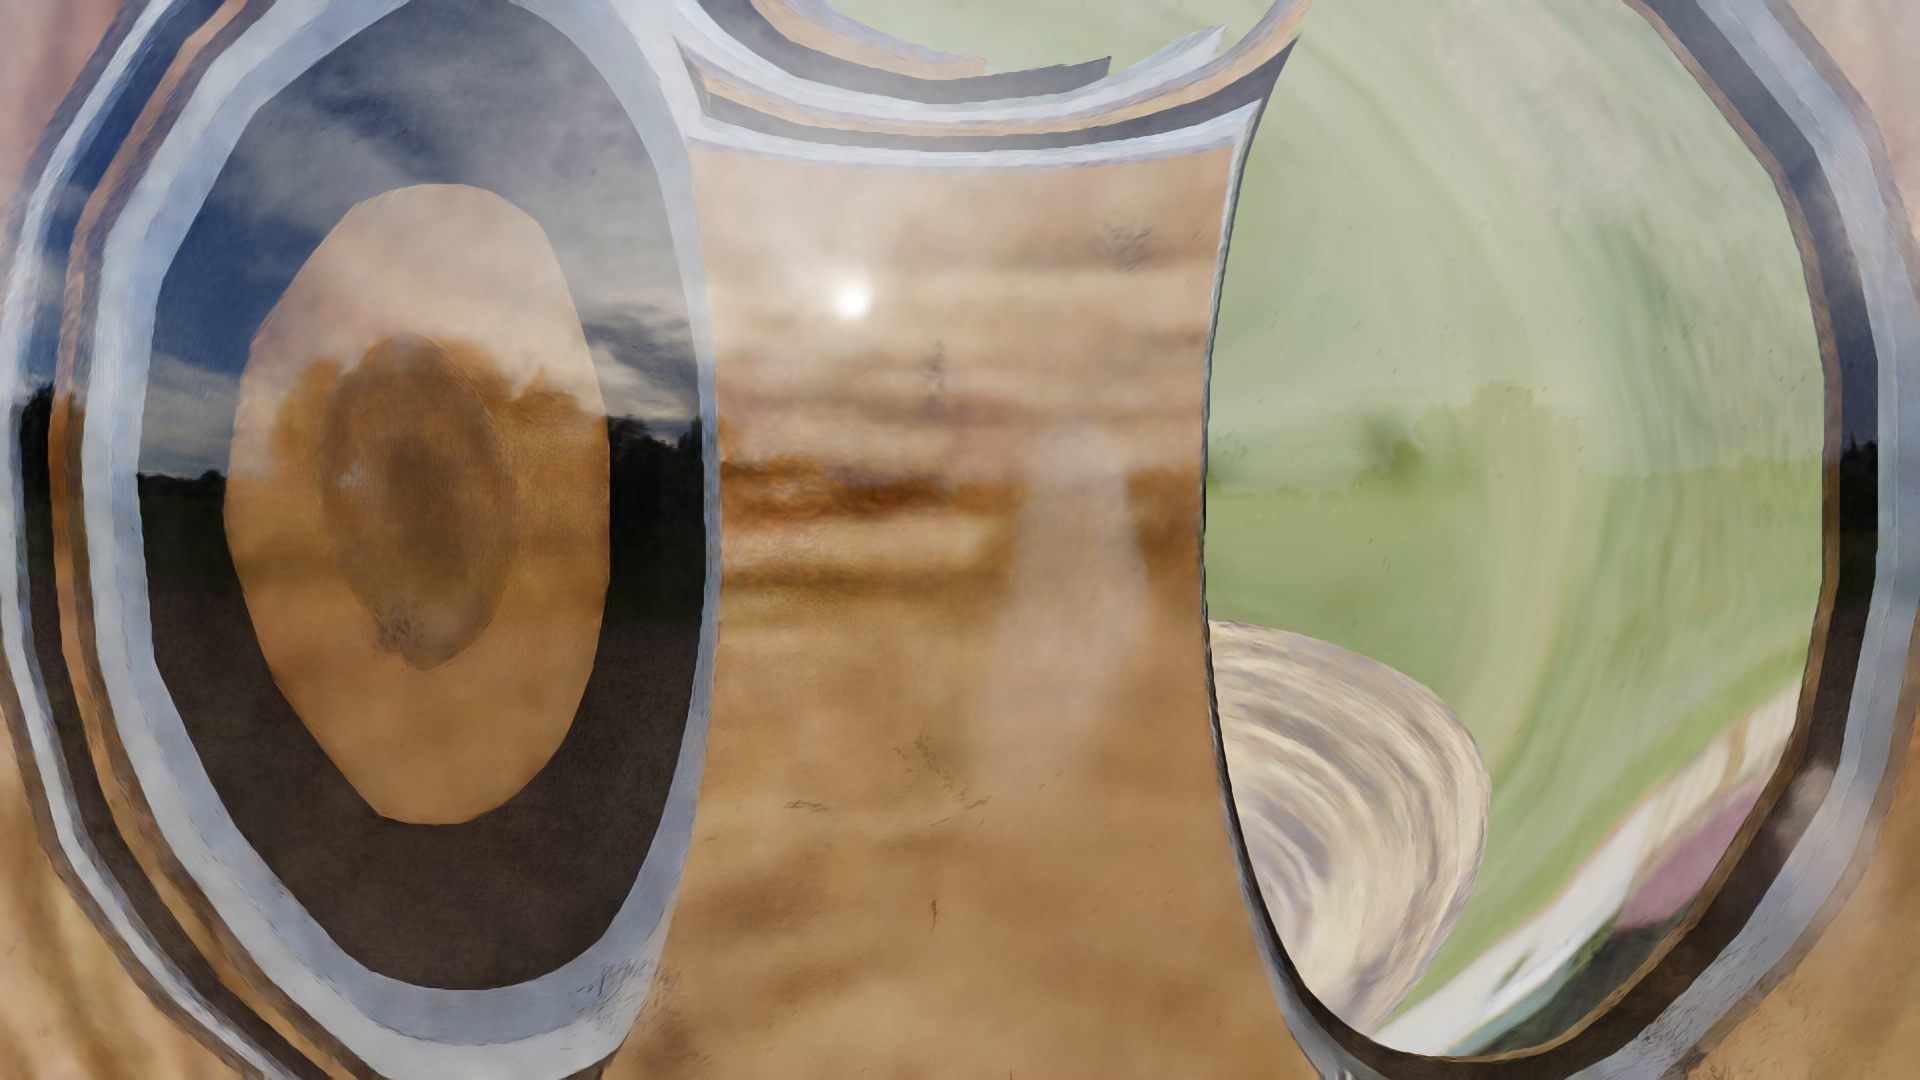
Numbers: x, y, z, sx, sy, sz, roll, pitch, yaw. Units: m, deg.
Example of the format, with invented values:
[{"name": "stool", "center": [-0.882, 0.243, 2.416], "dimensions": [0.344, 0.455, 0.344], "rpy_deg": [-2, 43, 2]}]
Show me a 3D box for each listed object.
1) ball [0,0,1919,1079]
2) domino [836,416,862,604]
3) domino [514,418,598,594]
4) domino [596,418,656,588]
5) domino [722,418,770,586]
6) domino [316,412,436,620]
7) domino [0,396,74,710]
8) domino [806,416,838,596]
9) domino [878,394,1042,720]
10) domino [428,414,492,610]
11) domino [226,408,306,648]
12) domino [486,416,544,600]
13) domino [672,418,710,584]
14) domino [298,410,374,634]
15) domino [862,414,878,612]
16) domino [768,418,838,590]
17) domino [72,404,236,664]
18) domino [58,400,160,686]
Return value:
[{"name": "ball", "center": [0.000, -0.002, 0.056], "dimensions": [0.080, 0.080, 0.080], "rpy_deg": [0, 4, 0]}, {"name": "domino", "center": [-0.020, -0.009, 0.350], "dimensions": [0.025, 0.050, 0.010], "rpy_deg": [-2, 5, -25]}, {"name": "domino", "center": [-0.118, -0.011, 0.375], "dimensions": [0.025, 0.050, 0.009], "rpy_deg": [3, 5, 36]}, {"name": "domino", "center": [-0.103, -0.012, 0.391], "dimensions": [0.010, 0.050, 0.025], "rpy_deg": [-4, 6, -40]}, {"name": "domino", "center": [-0.063, -0.012, 0.398], "dimensions": [0.009, 0.050, 0.025], "rpy_deg": [2, 5, 22]}, {"name": "domino", "center": [-0.144, -0.006, 0.316], "dimensions": [0.025, 0.050, 0.009], "rpy_deg": [1, 4, 16]}, {"name": "domino", "center": [-0.161, 0.002, 0.208], "dimensions": [0.025, 0.050, 0.009], "rpy_deg": [0, 4, 1]}, {"name": "domino", "center": [-0.031, -0.010, 0.369], "dimensions": [0.025, 0.050, 0.009], "rpy_deg": [-3, 5, -34]}, {"name": "domino", "center": [0.000, 0.002, 0.201], "dimensions": [0.025, 0.050, 0.009], "rpy_deg": [0, 4, 0]}, {"name": "domino", "center": [-0.137, -0.008, 0.336], "dimensions": [0.025, 0.050, 0.009], "rpy_deg": [1, 5, 19]}, {"name": "domino", "center": [-0.154, -0.003, 0.273], "dimensions": [0.025, 0.050, 0.009], "rpy_deg": [1, 4, 11]}, {"name": "domino", "center": [-0.129, -0.009, 0.357], "dimensions": [0.025, 0.050, 0.009], "rpy_deg": [2, 5, 25]}, {"name": "domino", "center": [-0.084, -0.013, 0.401], "dimensions": [0.010, 0.050, 0.025], "rpy_deg": [-1, 4, -9]}, {"name": "domino", "center": [-0.150, -0.005, 0.295], "dimensions": [0.025, 0.050, 0.009], "rpy_deg": [1, 4, 15]}, {"name": "domino", "center": [-0.012, -0.007, 0.330], "dimensions": [0.025, 0.050, 0.009], "rpy_deg": [-1, 5, -18]}, {"name": "domino", "center": [-0.044, -0.011, 0.386], "dimensions": [0.009, 0.050, 0.025], "rpy_deg": [4, 6, 44]}, {"name": "domino", "center": [-0.158, -0.001, 0.252], "dimensions": [0.025, 0.050, 0.009], "rpy_deg": [1, 4, 7]}, {"name": "domino", "center": [-0.160, 0.000, 0.230], "dimensions": [0.025, 0.050, 0.010], "rpy_deg": [0, 4, 4]}]
